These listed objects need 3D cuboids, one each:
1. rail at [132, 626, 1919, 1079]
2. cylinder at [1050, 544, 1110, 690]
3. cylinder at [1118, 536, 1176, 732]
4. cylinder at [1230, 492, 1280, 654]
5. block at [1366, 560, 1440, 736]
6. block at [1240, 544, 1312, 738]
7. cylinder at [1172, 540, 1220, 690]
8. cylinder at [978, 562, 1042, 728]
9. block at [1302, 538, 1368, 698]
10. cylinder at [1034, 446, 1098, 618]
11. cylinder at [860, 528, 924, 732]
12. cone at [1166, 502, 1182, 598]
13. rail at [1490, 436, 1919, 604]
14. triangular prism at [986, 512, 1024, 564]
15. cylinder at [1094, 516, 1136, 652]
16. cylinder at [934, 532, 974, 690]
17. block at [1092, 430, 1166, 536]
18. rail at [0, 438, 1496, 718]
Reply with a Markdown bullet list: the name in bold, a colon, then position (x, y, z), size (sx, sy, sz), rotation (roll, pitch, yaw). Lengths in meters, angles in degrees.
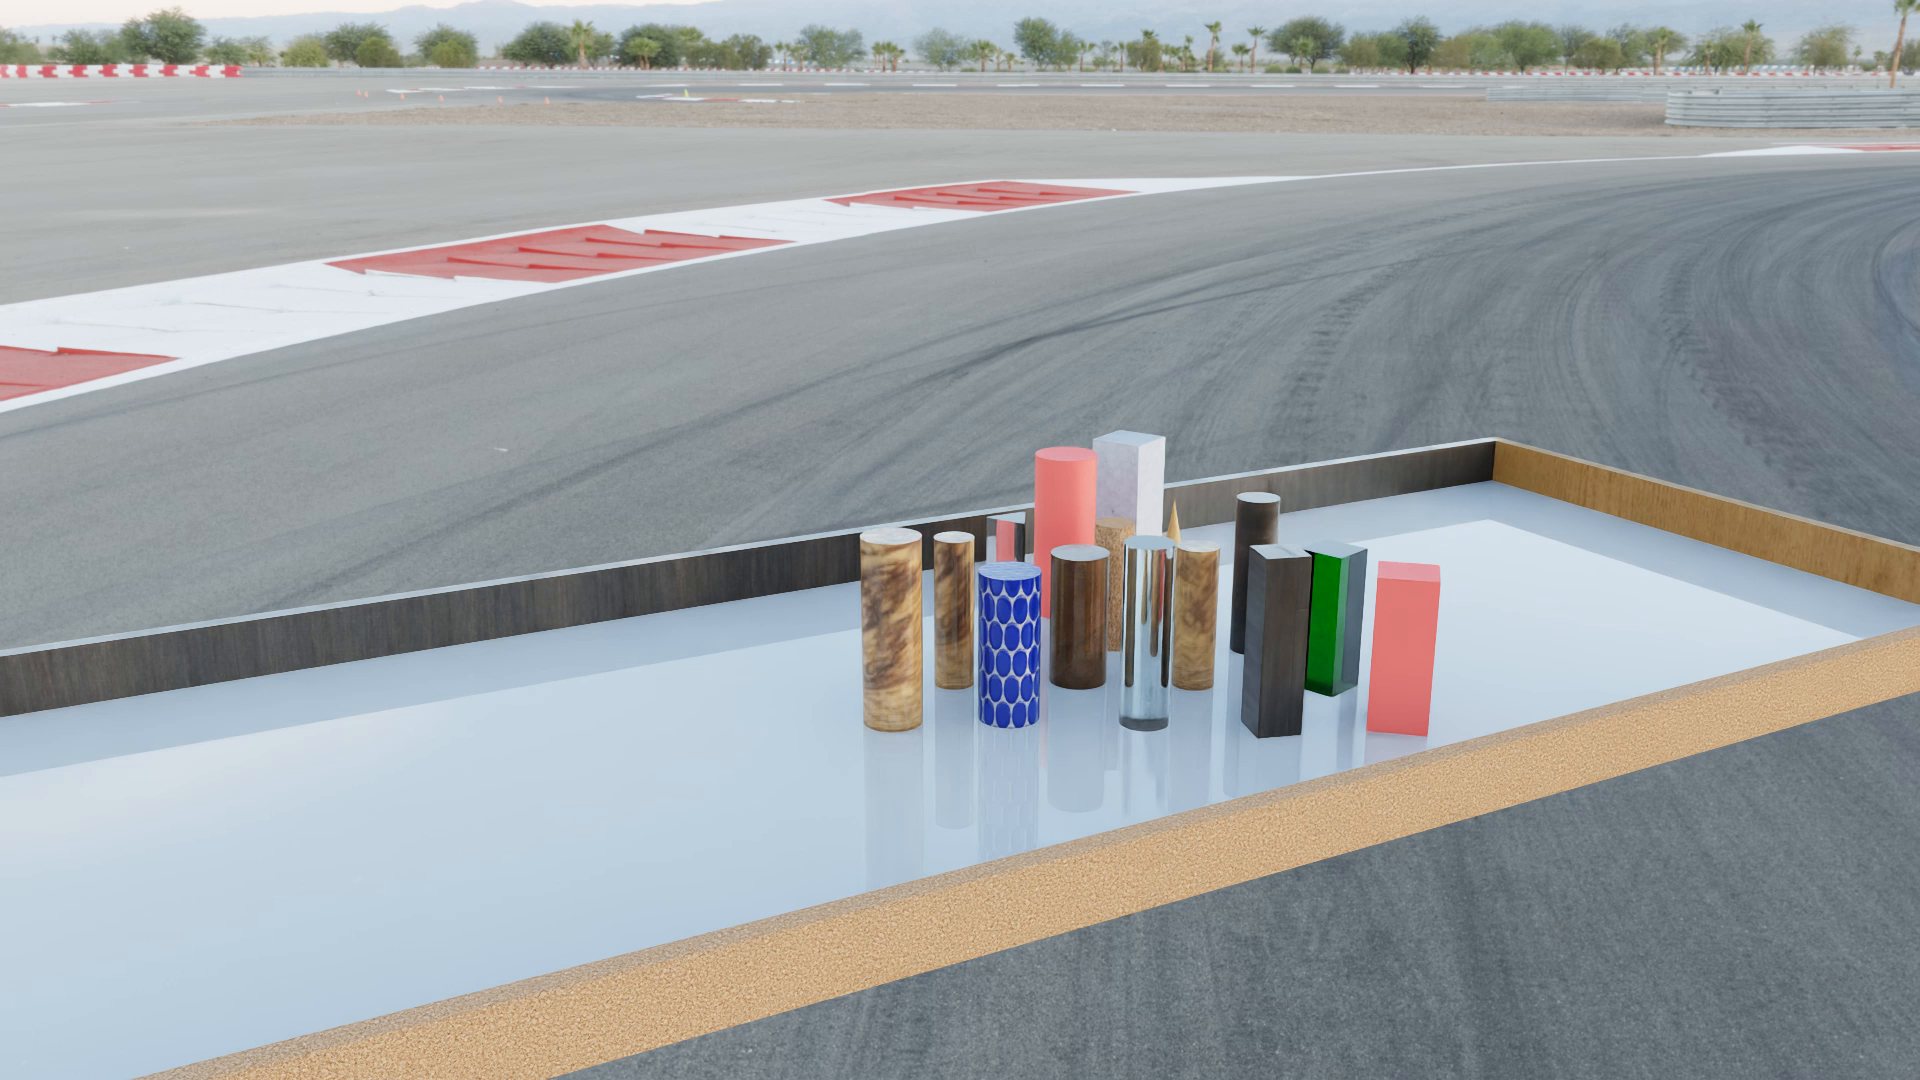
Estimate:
- **rail**: position (-2.336, 1.006, 1.665), size (12.000, 0.150, 0.050), rotation (-9, 18, -27)
- **cylinder**: position (0.297, 0.191, 4.113), size (0.145, 0.334, 0.145), rotation (0, 16, 0)
- **cylinder**: position (0.434, 0.217, 3.833), size (0.119, 0.442, 0.119), rotation (0, 16, 0)
- **cylinder**: position (0.771, 0.088, 4.320), size (0.112, 0.414, 0.112), rotation (0, 16, 0)
- **block**: position (1.031, 0.251, 3.838), size (0.138, 0.374, 0.138), rotation (4, 17, 14)
- **block**: position (0.727, 0.232, 3.798), size (0.107, 0.432, 0.107), rotation (-3, 17, -11)
- **cylinder**: position (0.583, 0.187, 4.083), size (0.105, 0.359, 0.105), rotation (0, 16, 0)
- **cylinder**: position (0.116, 0.246, 3.875), size (0.147, 0.363, 0.147), rotation (0, 16, 0)
- **block**: position (0.911, 0.192, 4.070), size (0.118, 0.357, 0.118), rotation (16, 22, 43)
- **cylinder**: position (0.293, -0.020, 4.613), size (0.172, 0.456, 0.172), rotation (0, 16, 0)
- **cylinder**: position (-0.158, 0.209, 3.837), size (0.142, 0.455, 0.142), rotation (0, 16, 0)
- **cone**: position (0.593, 0.049, 4.599), size (0.123, 0.333, 0.123), rotation (0, 16, 0)
- **rail**: position (2.466, -0.048, 5.253), size (0.050, 0.150, 2.100), rotation (-9, 18, -27)
- **triangular prism**: position (0.145, 0.102, 4.398), size (0.115, 0.344, 0.099), rotation (10, 19, 31)
- **cylinder**: position (0.405, 0.117, 4.355), size (0.105, 0.340, 0.105), rotation (0, 16, 0)
- **cylinder**: position (-0.015, 0.175, 4.084), size (0.100, 0.380, 0.100), rotation (0, 16, 0)
- **block**: position (0.488, -0.078, 4.817), size (0.152, 0.452, 0.152), rotation (11, 20, 34)
- **rail**: position (-3.305, 0.497, 3.399), size (12.000, 0.150, 0.050), rotation (-9, 18, -27)
